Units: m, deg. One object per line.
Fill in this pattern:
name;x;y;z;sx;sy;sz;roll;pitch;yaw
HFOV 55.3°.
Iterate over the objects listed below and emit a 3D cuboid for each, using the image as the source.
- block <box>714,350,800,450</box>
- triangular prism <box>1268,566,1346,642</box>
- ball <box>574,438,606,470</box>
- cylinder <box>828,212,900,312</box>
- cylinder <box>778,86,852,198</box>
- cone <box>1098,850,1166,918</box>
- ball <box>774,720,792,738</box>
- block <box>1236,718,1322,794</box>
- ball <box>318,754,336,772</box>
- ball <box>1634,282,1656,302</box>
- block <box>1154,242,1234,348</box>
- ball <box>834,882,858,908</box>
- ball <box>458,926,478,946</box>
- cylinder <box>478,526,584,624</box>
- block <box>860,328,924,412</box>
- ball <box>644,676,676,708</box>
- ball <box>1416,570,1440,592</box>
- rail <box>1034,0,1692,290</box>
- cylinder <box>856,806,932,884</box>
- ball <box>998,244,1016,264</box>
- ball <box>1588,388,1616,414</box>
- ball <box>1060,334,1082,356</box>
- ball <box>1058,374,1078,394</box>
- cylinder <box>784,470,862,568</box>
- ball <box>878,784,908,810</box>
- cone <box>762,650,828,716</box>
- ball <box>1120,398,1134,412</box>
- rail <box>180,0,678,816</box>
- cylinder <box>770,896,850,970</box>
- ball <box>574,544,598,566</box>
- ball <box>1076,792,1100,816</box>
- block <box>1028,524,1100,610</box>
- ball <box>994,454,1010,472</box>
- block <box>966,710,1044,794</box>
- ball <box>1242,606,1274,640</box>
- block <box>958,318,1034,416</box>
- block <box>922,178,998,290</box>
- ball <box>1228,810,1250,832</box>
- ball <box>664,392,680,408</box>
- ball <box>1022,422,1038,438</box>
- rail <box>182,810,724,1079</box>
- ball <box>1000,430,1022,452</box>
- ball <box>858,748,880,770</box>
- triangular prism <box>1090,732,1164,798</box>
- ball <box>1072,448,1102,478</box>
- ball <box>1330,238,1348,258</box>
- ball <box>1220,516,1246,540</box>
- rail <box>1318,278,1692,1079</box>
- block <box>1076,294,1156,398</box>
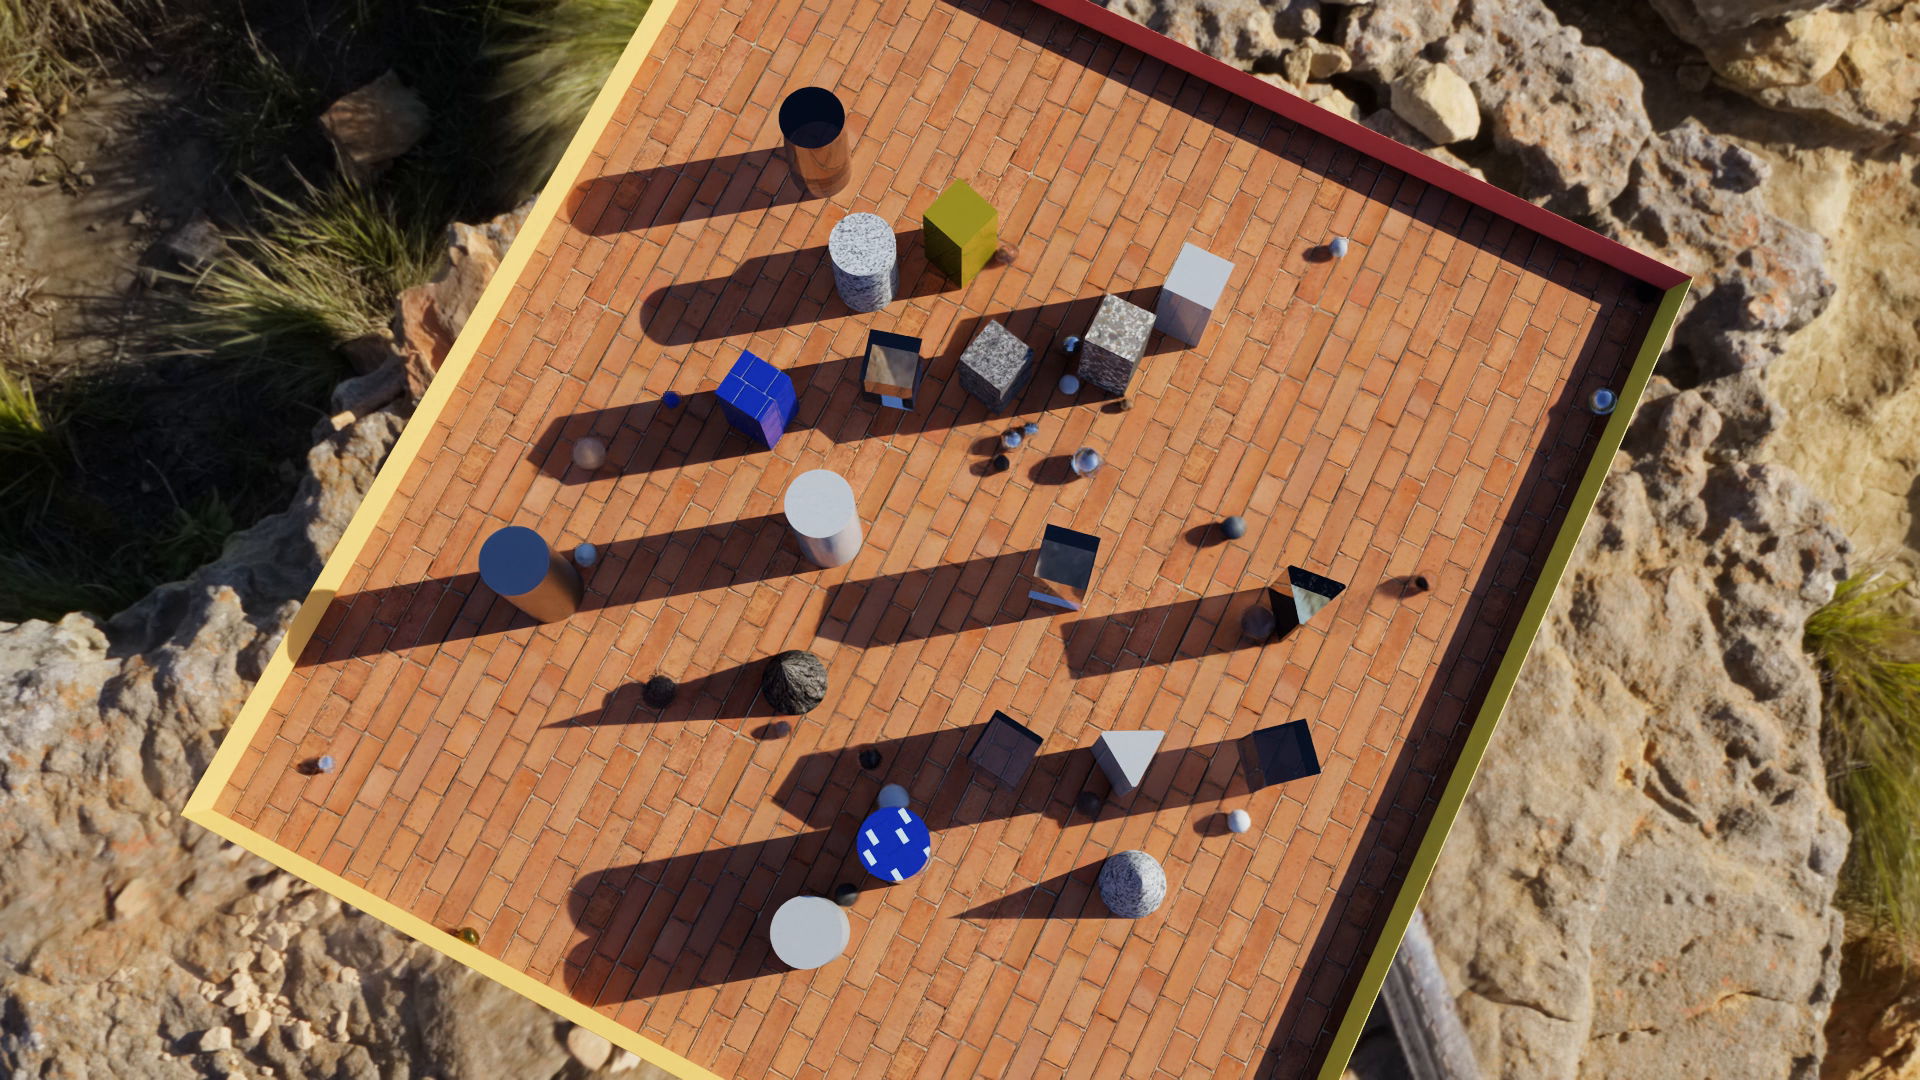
block;-0.607;-0.419;5.529;0.160;0.342;0.160;33;80;6
triangular prism;0.989;0.165;5.406;0.173;0.345;0.150;-39;81;-7
ball;-1.135;-0.265;5.621;0.100;0.100;0.100;0;78;0
cylinder;-0.291;-0.847;5.621;0.199;0.336;0.199;0;78;0
cylinder;-0.444;-1.225;5.673;0.199;0.386;0.199;0;78;0
cone;0.509;0.986;5.259;0.199;0.301;0.199;0;78;0
ball;-0.529;0.565;5.474;0.050;0.050;0.050;0;78;0
block;0.922;0.631;5.328;0.160;0.310;0.160;-14;79;-3
ball;-1.883;0.662;5.453;0.052;0.052;0.052;0;78;0
ball;2.147;-0.777;5.744;0.065;0.065;0.065;0;78;0
block;0.706;-0.743;5.585;0.160;0.363;0.160;26;79;5
ball;-0.332;1.039;5.365;0.071;0.071;0.071;0;78;0
ball;-1.434;1.159;5.346;0.059;0.059;0.059;0;78;0
cylinder;-1.245;0.106;5.349;0.199;0.480;0.199;0;78;0
block;-0.207;-0.517;5.598;0.160;0.246;0.160;11;79;2
ball;-0.895;0.453;5.474;0.096;0.096;0.096;0;78;0
ball;1.417;0.124;5.555;0.070;0.070;0.070;0;78;0
rail;0.771;-1.502;5.860;3.315;0.130;0.045;26;80;5
cylinder;-0.180;0.870;5.193;0.199;0.477;0.199;0;78;0
ball;0.149;-0.900;5.771;0.062;0.062;0.062;0;78;0
ball;1.987;-0.429;5.664;0.082;0.082;0.082;0;78;0
ball;0.347;-0.606;5.708;0.066;0.066;0.066;0;78;0
ball;0.338;-0.483;5.685;0.062;0.062;0.062;0;78;0
cylinder;-0.398;-0.057;5.399;0.199;0.449;0.199;0;78;0
ball;-0.197;0.767;5.410;0.093;0.093;0.093;0;78;0
cone;-0.499;0.387;5.319;0.199;0.427;0.199;0;78;0
ball;0.517;-0.420;5.683;0.040;0.040;0.040;0;78;0
rail;-1.461;-0.709;5.696;0.045;0.130;3.494;26;80;5
cylinder;-0.422;1.114;5.209;0.199;0.348;0.199;0;78;0
ball;-1.138;0.048;5.572;0.068;0.068;0.068;0;78;0
ball;0.380;0.779;5.419;0.072;0.072;0.072;0;78;0
block;0.306;0.084;5.418;0.160;0.354;0.160;15;79;3
ball;0.128;-0.235;5.638;0.053;0.053;0.053;0;78;0
block;0.129;0.619;5.327;0.160;0.317;0.160;32;80;6
ball;0.898;0.249;5.515;0.098;0.098;0.098;0;78;0
block;0.109;-0.523;5.585;0.160;0.274;0.160;39;81;7
block;0.002;-0.936;5.625;0.160;0.363;0.160;43;81;8
ball;0.823;0.829;5.410;0.068;0.068;0.068;0;78;0
ball;-0.891;-0.432;5.680;0.050;0.050;0.050;0;78;0
ball;0.217;-0.340;5.663;0.047;0.047;0.047;0;78;0
rail;-0.771;1.516;5.236;3.315;0.130;0.045;26;80;5
ball;0.158;-0.306;5.647;0.065;0.065;0.065;0;78;0
ball;-0.268;0.650;5.449;0.065;0.065;0.065;0;78;0
triangular prism;0.499;0.612;5.263;0.150;0.444;0.173;-30;80;-6
ball;0.389;-0.239;5.619;0.093;0.093;0.093;0;78;0
ball;1.194;-0.921;5.777;0.059;0.059;0.059;0;78;0
ball;0.832;-0.036;5.587;0.073;0.073;0.073;0;78;0
rail;1.461;0.722;5.400;0.045;0.130;3.494;26;80;5
block;0.471;-0.585;5.548;0.160;0.371;0.160;26;79;5
